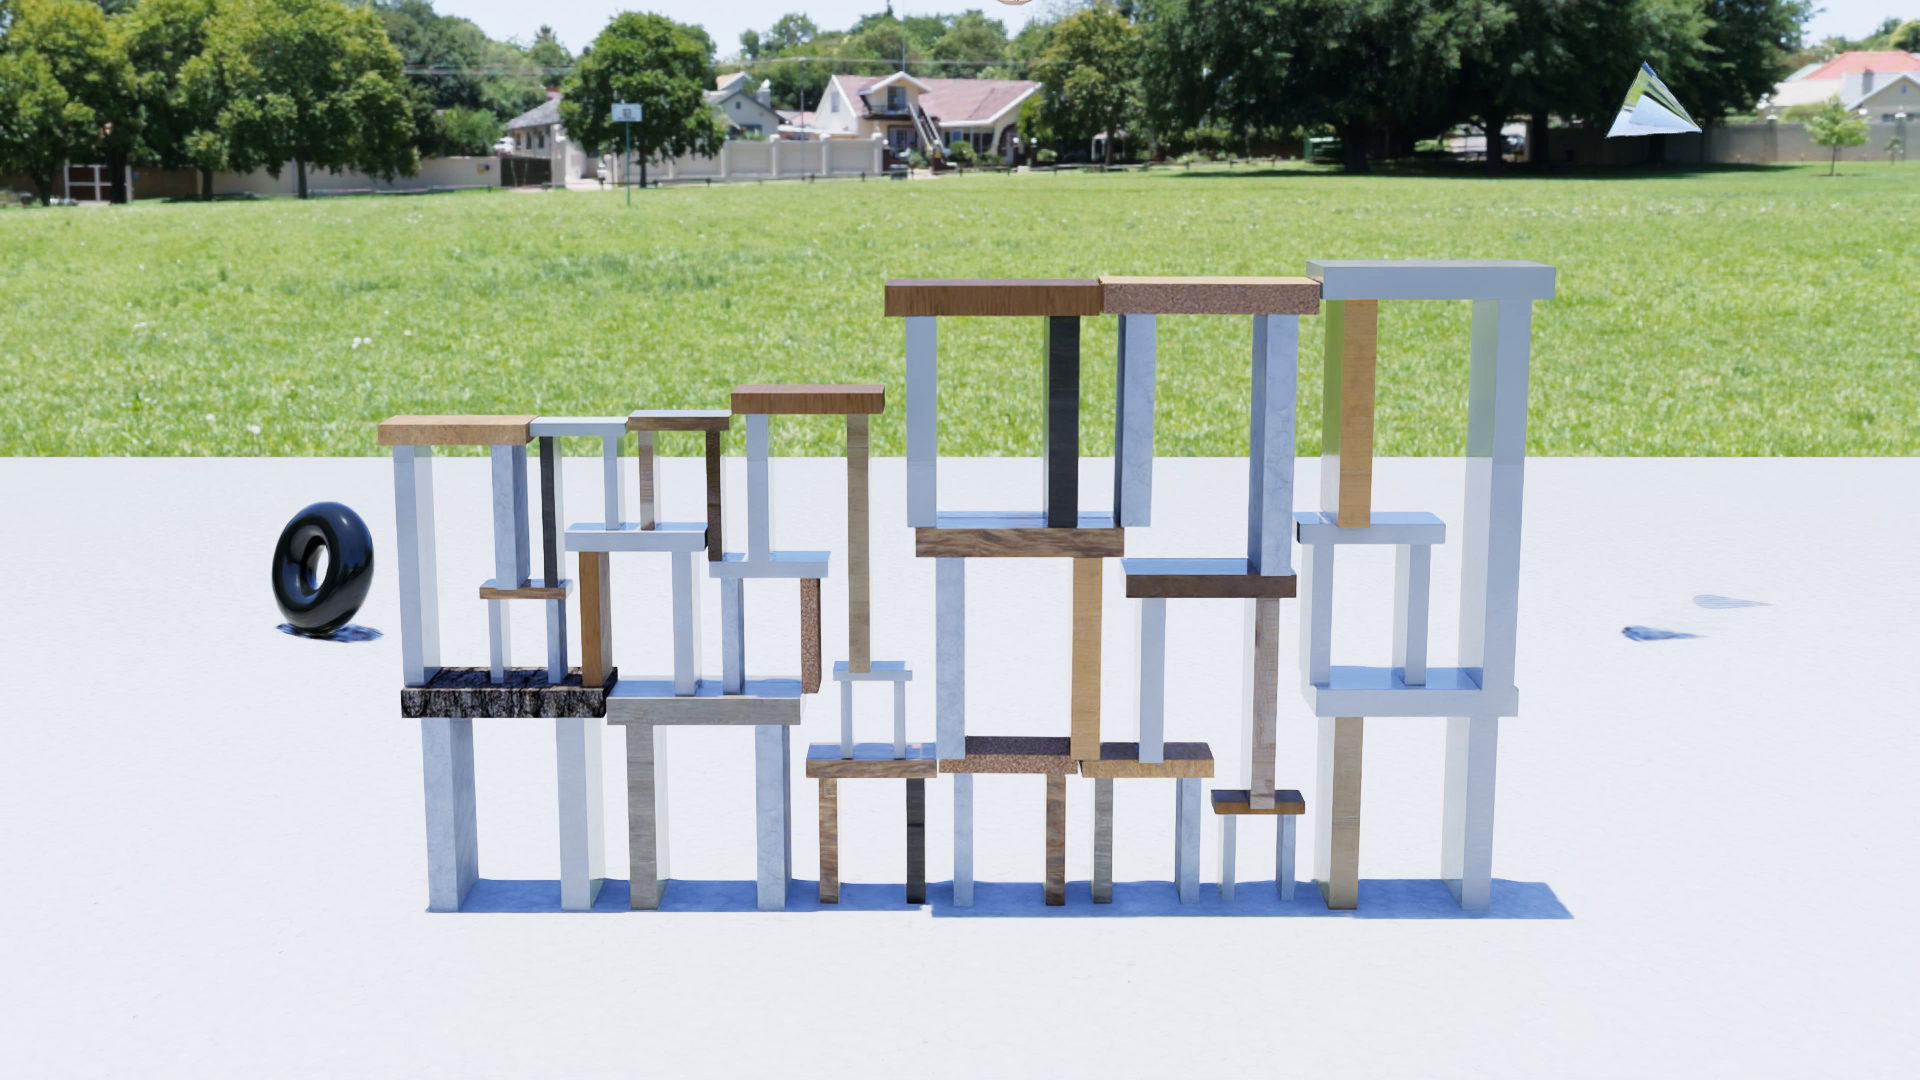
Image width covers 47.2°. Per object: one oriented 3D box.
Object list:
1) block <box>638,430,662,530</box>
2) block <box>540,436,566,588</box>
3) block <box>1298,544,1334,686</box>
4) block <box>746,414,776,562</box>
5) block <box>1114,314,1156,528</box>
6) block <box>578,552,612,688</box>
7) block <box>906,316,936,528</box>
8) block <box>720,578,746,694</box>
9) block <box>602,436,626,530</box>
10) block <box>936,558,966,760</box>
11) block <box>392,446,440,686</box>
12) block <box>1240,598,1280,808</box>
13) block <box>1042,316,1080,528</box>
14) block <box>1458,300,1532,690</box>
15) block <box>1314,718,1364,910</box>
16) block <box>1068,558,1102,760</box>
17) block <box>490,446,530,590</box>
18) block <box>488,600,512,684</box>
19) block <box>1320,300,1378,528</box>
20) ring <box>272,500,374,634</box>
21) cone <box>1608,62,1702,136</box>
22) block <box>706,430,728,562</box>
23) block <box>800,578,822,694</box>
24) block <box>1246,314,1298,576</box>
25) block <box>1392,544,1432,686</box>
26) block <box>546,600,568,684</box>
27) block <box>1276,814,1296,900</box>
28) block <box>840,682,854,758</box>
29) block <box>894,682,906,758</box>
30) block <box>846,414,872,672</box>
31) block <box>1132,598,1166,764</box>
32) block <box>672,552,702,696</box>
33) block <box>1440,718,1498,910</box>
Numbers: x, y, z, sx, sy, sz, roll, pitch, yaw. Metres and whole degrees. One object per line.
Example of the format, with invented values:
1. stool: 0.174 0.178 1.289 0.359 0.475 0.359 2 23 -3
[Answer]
1. block: -0.499 -0.102 3.538 0.023 0.160 0.080 0 11 0
2. block: -0.657 -0.051 3.547 0.021 0.246 0.076 0 11 0
3. block: 0.580 0.110 3.585 0.033 0.232 0.116 0 11 0
4. block: -0.321 -0.092 3.547 0.034 0.239 0.119 0 11 0
5. block: 0.280 -0.200 3.528 0.048 0.336 0.168 1 10 0
6. block: -0.592 0.118 3.577 0.031 0.222 0.111 0 11 0
7. block: -0.061 -0.198 3.521 0.047 0.333 0.167 0 10 -1
8. block: -0.370 0.146 3.588 0.027 0.191 0.095 0 11 0
9. block: -0.556 -0.097 3.538 0.021 0.151 0.076 0 11 0
10. block: -0.016 0.175 3.584 0.047 0.330 0.165 0 10 -1
11. block: -0.881 0.032 3.571 0.033 0.392 0.117 0 11 0
12. block: 0.491 0.252 3.607 0.039 0.350 0.136 0 11 0
13. block: 0.161 -0.198 3.524 0.047 0.333 0.167 0 10 -1
14. block: 0.860 -0.082 3.547 0.051 0.623 0.179 0 11 0
15. block: 0.626 0.430 3.643 0.046 0.325 0.162 0 11 0
16. block: 0.203 0.176 3.581 0.047 0.330 0.165 0 10 1
17. block: -0.726 -0.046 3.556 0.033 0.233 0.117 0 11 0
18. block: -0.750 0.158 3.588 0.020 0.140 0.070 0 11 0
19. block: 0.621 -0.212 3.523 0.051 0.358 0.179 0 10 0
20. ring: -1.617 0.070 5.577 0.343 0.343 0.114 8 -3 37
21. cone: 1.714 -1.036 5.357 0.198 0.198 0.198 26 16 9
22. block: -0.392 -0.077 3.543 0.023 0.211 0.080 0 11 0
23. block: -0.243 0.146 3.588 0.027 0.191 0.095 0 11 0
24. block: 0.501 -0.162 3.535 0.048 0.414 0.168 0 11 0
25. block: 0.735 0.110 3.585 0.033 0.232 0.116 0 11 0
26. block: -0.657 0.158 3.588 0.020 0.139 0.070 0 11 0
27. block: 0.542 0.517 3.659 0.021 0.148 0.074 0 11 0
28. block: -0.185 0.286 3.609 0.018 0.130 0.065 0 11 0
29. block: -0.098 0.286 3.609 0.018 0.130 0.065 0 11 0
30. block: -0.162 -0.003 3.563 0.034 0.419 0.119 0 11 0
31. block: 0.309 0.214 3.600 0.039 0.273 0.136 0 11 0
32. block: -0.444 0.125 3.578 0.031 0.237 0.111 0 11 0
33. block: 0.842 0.430 3.643 0.046 0.325 0.162 0 11 0
